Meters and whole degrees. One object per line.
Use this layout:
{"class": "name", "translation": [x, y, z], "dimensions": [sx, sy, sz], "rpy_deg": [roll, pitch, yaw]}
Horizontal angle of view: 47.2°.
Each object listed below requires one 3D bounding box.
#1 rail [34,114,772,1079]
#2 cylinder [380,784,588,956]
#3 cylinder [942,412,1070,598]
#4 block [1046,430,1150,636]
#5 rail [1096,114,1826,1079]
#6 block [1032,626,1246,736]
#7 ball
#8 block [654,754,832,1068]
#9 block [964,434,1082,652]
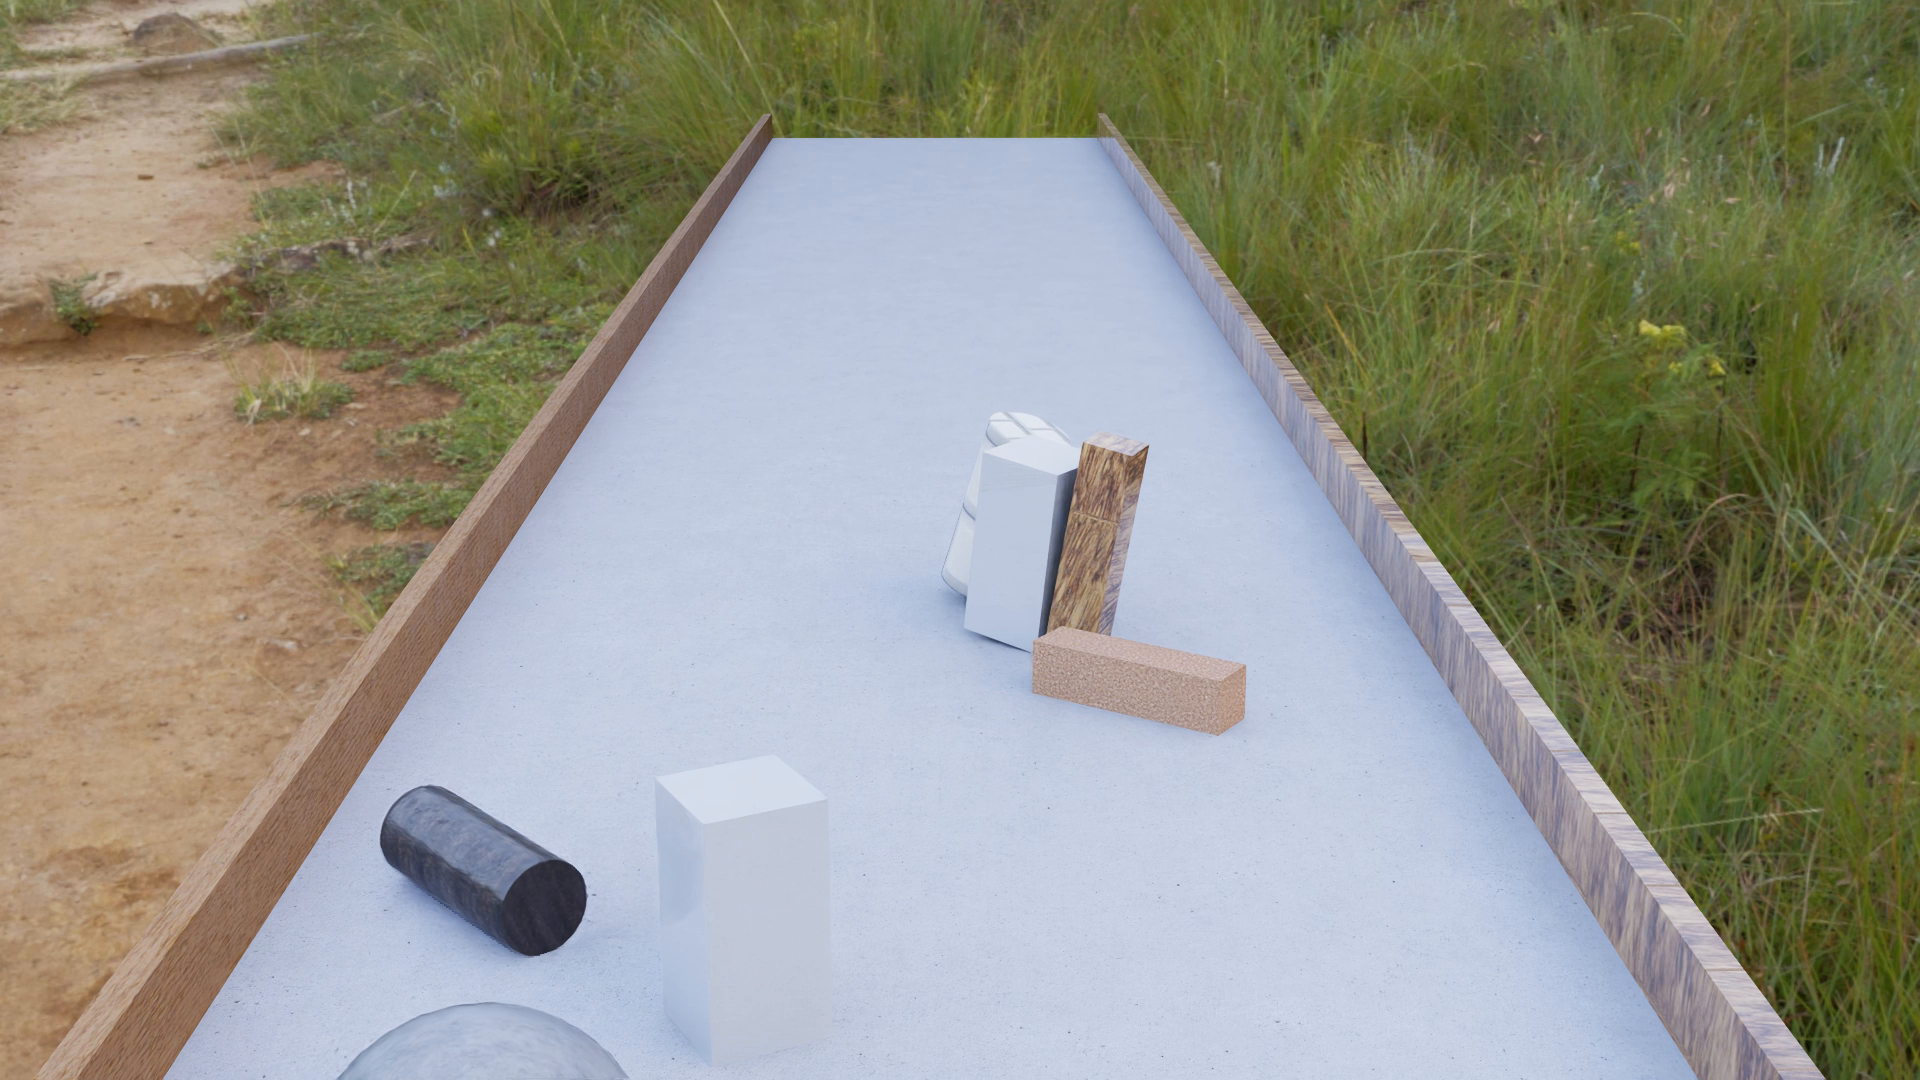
{"class": "rail", "translation": [-1.118, -0.838, 7.780], "dimensions": [0.050, 0.150, 12.000], "rpy_deg": [0, 17, -1]}
{"class": "cylinder", "translation": [-0.722, 0.493, 3.315], "dimensions": [0.145, 0.145, 0.367], "rpy_deg": [-14, 22, -39]}
{"class": "cylinder", "translation": [0.097, -0.068, 4.727], "dimensions": [0.179, 0.377, 0.179], "rpy_deg": [14, 26, -7]}
{"class": "block", "translation": [0.270, 0.016, 4.376], "dimensions": [0.103, 0.444, 0.103], "rpy_deg": [17, 22, 19]}
{"class": "rail", "translation": [0.932, -0.844, 7.801], "dimensions": [0.050, 0.150, 12.000], "rpy_deg": [0, 17, -1]}
{"class": "block", "translation": [0.335, 0.263, 4.156], "dimensions": [0.400, 0.107, 0.107], "rpy_deg": [11, 20, 32]}
{"class": "ball", "translation": [-0.502, 0.675, 2.304], "dimensions": [0.373, 0.373, 0.373], "rpy_deg": [0, 17, 0]}
{"class": "block", "translation": [-0.290, 0.494, 2.956], "dimensions": [0.175, 0.347, 0.175], "rpy_deg": [-9, 19, -27]}
{"class": "block", "translation": [0.151, 0.006, 4.499], "dimensions": [0.179, 0.384, 0.179], "rpy_deg": [19, 24, 31]}
